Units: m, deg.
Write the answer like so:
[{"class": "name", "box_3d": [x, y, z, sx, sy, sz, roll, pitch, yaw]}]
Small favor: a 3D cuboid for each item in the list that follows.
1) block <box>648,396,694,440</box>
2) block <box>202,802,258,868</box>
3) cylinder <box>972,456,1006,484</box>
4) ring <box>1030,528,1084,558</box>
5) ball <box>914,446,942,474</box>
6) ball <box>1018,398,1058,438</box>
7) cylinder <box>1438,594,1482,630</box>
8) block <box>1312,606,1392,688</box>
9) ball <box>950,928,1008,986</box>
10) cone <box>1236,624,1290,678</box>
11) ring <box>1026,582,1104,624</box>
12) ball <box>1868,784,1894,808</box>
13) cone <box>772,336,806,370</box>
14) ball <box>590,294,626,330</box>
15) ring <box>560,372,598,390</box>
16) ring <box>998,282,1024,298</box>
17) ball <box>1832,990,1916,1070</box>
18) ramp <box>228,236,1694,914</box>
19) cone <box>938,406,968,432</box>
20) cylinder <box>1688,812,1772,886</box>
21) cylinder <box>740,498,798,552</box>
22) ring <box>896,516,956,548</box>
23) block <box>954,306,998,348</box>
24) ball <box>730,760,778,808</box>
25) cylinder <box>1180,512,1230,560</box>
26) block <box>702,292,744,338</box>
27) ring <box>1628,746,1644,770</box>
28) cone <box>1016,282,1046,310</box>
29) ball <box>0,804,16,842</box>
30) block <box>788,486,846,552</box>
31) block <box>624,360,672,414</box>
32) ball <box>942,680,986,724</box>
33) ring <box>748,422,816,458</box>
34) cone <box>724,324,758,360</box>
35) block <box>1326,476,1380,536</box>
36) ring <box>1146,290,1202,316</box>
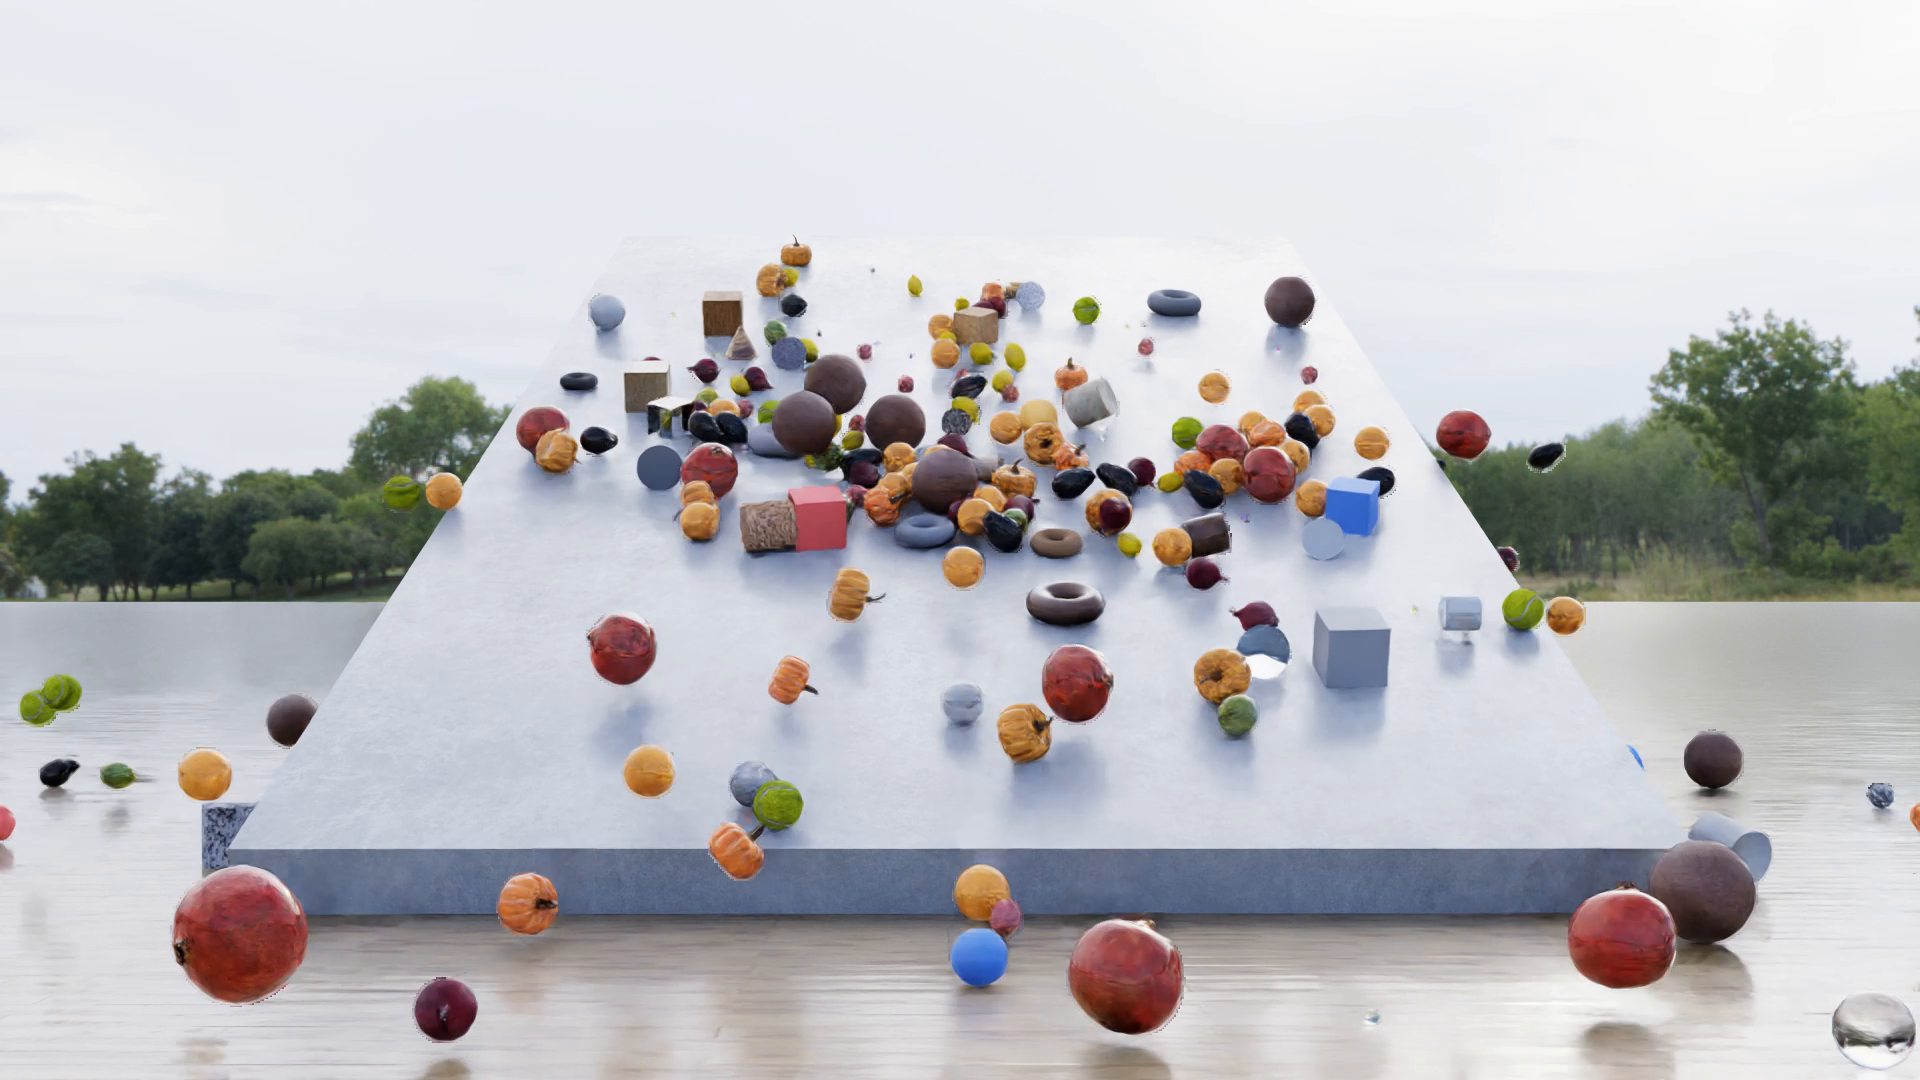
[{"class": "block", "box_3d": [-0.625, -0.264, 4.895, 0.071, 0.071, 0.071, 13, 23, 33]}, {"class": "block", "box_3d": [-1.186, 0.481, 3.700, 0.096, 0.096, 0.096, 1, -2, -23]}, {"class": "cylinder", "box_3d": [0.057, -0.143, 4.585, 0.052, 0.052, 0.052, 8, 2, 23]}, {"class": "ring", "box_3d": [0.180, 0.006, 4.199, 0.098, 0.033, 0.098, -1, 21, 0]}, {"class": "ball", "box_3d": [-0.064, -0.165, 4.638, 0.058, 0.058, 0.058, 0, -1, 0]}, {"class": "ball", "box_3d": [0.169, -0.263, 4.872, 0.087, 0.087, 0.087, 0, -1, 0]}, {"class": "cylinder", "box_3d": [0.841, 0.122, 3.801, 0.060, 0.060, 0.060, -1, -1, 0]}, {"class": "block", "box_3d": [0.628, 0.172, 3.634, 0.100, 0.100, 0.100, -1, 20, -4]}, {"class": "ball", "box_3d": [0.022, 0.468, 2.541, 0.065, 0.065, 0.065, 0, -1, 0]}, {"class": "cone", "box_3d": [0.494, 0.185, 3.687, 0.087, 0.087, 0.087, 0, -7, 6]}, {"class": "ring", "box_3d": [0.182, 0.109, 3.892, 0.137, 0.046, 0.137, 0, 18, 0]}, {"class": "ball", "box_3d": [1.899, 0.528, 4.658, 0.050, 0.050, 0.050, 0, -1, 0]}, {"class": "cone", "box_3d": [-0.409, -0.440, 5.440, 0.083, 0.083, 0.083, 0, -7, -1]}, {"class": "ball", "box_3d": [-0.897, -0.581, 5.756, 0.090, 0.090, 0.090, 0, -1, 0]}, {"class": "ring", "box_3d": [-0.885, -0.369, 5.251, 0.087, 0.029, 0.087, 1, 19, 0]}, {"class": "ring", "box_3d": [0.151, -0.679, 6.122, 0.094, 0.031, 0.094, 1, 19, 0]}, {"class": "ball", "box_3d": [0.846, 0.453, 2.093, 0.073, 0.073, 0.073, 0, -1, 0]}, {"class": "ramp", "box_3d": [-0.005, -0.203, 4.982, 2.000, 0.100, 4.000, 0, 20, 0]}, {"class": "cone", "box_3d": [-0.011, -0.249, 4.917, 0.065, 0.065, 0.065, 0, -25, 7]}, {"class": "cylinder", "box_3d": [1.159, 0.466, 3.409, 0.087, 0.087, 0.087, 1, 12, -25]}, {"class": "cylinder", "box_3d": [-0.356, -0.028, 4.204, 0.089, 0.089, 0.089, -7, 1, -17]}, {"class": "ring", "box_3d": [-0.065, -0.016, 4.251, 0.114, 0.038, 0.114, -1, 19, 0]}, {"class": "block", "box_3d": [0.039, -0.531, 5.634, 0.079, 0.079, 0.079, 14, 24, 33]}, {"class": "ball", "box_3d": [-0.291, 0.344, 3.195, 0.067, 0.067, 0.067, 0, -1, 0]}, {"class": "cylinder", "box_3d": [0.451, -0.008, 4.157, 0.073, 0.073, 0.073, -13, 0, -6]}, {"class": "block", "box_3d": [-0.599, -0.571, 5.719, 0.096, 0.096, 0.096, -1, 20, -2]}, {"class": "ring", "box_3d": [1.526, 0.515, 5.166, 0.032, 0.097, 0.097, -11, 2, -17]}, {"class": "cone", "box_3d": [0.182, -0.639, 6.004, 0.078, 0.078, 0.078, 0, -7, -9]}, {"class": "ball", "box_3d": [-1.712, 0.502, 4.006, 0.070, 0.070, 0.070, 0, -1, 0]}, {"class": "block", "box_3d": [-0.268, -0.041, 4.236, 0.094, 0.094, 0.094, -5, 20, -13]}, {"class": "block", "box_3d": [-0.701, -0.344, 5.083, 0.095, 0.095, 0.095, 0, 20, -2]}, {"class": "ball", "box_3d": [0.005, 0.249, 3.464, 0.067, 0.067, 0.067, 0, -1, 0]}, {"class": "ring", "box_3d": [-0.378, -0.213, 4.788, 0.146, 0.049, 0.146, 1, 19, 0]}, {"class": "cone", "box_3d": [-0.533, -0.488, 5.504, 0.085, 0.085, 0.085, 0, 20, 0]}, {"class": "block", "box_3d": [0.749, -0.065, 4.322, 0.084, 0.084, 0.084, 7, 21, 20]}, {"class": "ring", "box_3d": [0.563, -0.623, 5.941, 0.145, 0.048, 0.145, 4, 20, -1]}]
